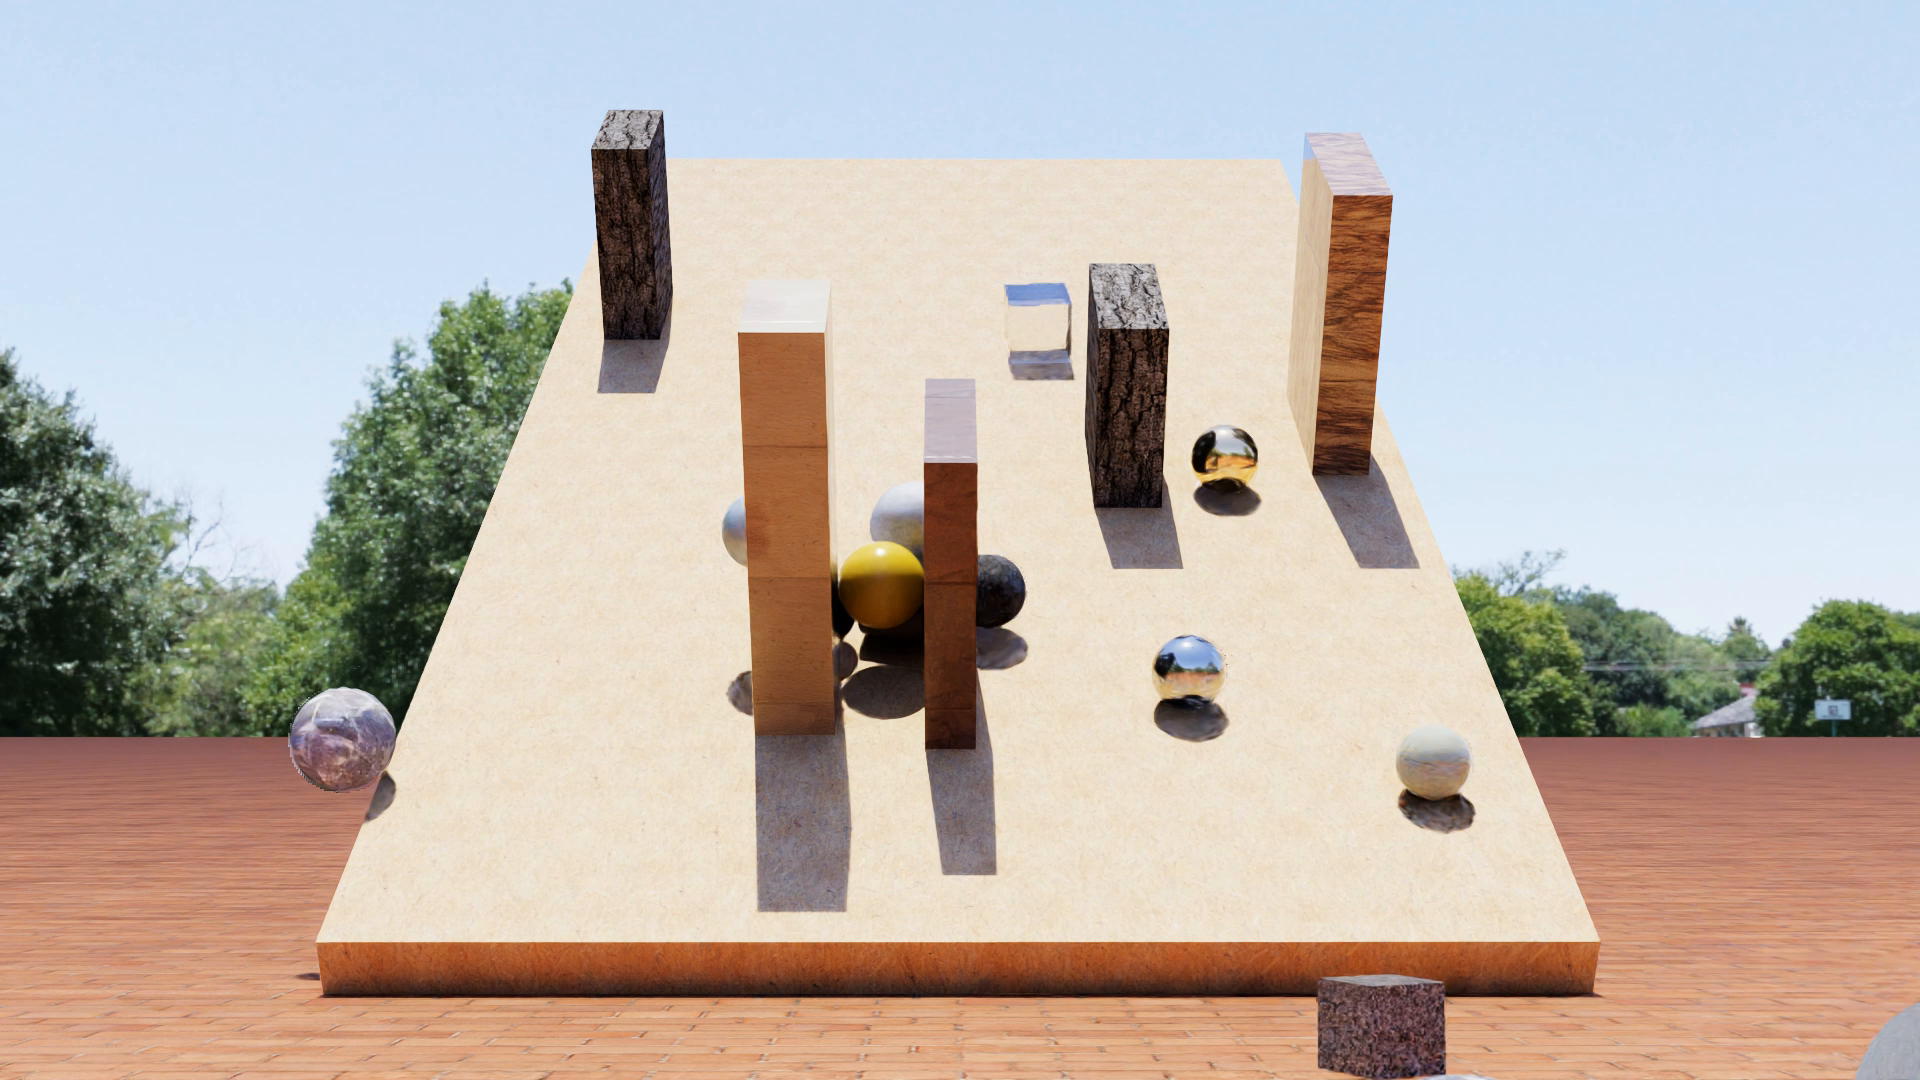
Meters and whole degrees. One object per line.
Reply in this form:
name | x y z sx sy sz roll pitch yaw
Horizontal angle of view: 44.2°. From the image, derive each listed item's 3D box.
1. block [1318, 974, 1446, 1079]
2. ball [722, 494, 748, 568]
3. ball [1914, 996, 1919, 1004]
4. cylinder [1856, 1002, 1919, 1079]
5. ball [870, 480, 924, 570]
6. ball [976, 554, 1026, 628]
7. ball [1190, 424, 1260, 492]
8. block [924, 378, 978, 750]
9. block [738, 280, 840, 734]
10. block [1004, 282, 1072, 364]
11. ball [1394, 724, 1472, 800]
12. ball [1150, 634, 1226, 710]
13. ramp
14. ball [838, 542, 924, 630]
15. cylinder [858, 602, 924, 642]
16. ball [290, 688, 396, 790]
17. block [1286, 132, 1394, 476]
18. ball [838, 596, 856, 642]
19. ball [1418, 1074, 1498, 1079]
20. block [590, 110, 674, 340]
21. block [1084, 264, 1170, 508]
block | 0.513 0.592 2.886 0.109 0.109 0.109 2 -5 -26
ball | -0.367 -0.018 4.410 0.155 0.155 0.155 0 -5 0
ball | 1.137 0.559 2.657 0.138 0.138 0.138 0 -5 0
cylinder | 0.822 0.464 1.880 0.153 0.153 0.153 25 -12 -15
ball | -0.085 -0.027 4.509 0.173 0.173 0.173 0 -5 0
ball | 0.055 0.098 4.532 0.143 0.143 0.143 0 -5 0
ball | 0.573 -0.177 5.119 0.148 0.148 0.148 0 -5 0
block | -0.017 0.040 4.227 0.090 0.558 0.361 0 27 0
block | -0.295 -0.052 4.169 0.143 0.772 0.246 0 27 0
block | 0.190 -0.533 5.821 0.152 0.152 0.152 -2 27 -4
ball | 0.807 0.379 4.036 0.129 0.129 0.129 0 -5 0
ball | 0.415 0.240 4.299 0.137 0.137 0.137 0 -5 0
ramp | -0.010 -0.227 5.492 2.000 0.100 4.000 0 27 0
ball | -0.145 0.084 4.397 0.164 0.164 0.164 0 -5 0
cylinder | -0.114 0.124 4.536 0.130 0.130 0.130 8 -3 14
ball | -1.058 0.341 4.062 0.176 0.176 0.176 0 -5 0
block | 0.838 -0.530 5.271 0.125 0.644 0.443 0 27 0
ball | -0.274 0.131 4.488 0.159 0.159 0.159 0 -5 0
ball | 0.324 0.441 1.519 0.191 0.191 0.191 0 -5 0
block | -0.822 -0.796 5.960 0.139 0.493 0.332 0 27 0
block | 0.359 -0.341 5.151 0.145 0.411 0.393 0 27 0
